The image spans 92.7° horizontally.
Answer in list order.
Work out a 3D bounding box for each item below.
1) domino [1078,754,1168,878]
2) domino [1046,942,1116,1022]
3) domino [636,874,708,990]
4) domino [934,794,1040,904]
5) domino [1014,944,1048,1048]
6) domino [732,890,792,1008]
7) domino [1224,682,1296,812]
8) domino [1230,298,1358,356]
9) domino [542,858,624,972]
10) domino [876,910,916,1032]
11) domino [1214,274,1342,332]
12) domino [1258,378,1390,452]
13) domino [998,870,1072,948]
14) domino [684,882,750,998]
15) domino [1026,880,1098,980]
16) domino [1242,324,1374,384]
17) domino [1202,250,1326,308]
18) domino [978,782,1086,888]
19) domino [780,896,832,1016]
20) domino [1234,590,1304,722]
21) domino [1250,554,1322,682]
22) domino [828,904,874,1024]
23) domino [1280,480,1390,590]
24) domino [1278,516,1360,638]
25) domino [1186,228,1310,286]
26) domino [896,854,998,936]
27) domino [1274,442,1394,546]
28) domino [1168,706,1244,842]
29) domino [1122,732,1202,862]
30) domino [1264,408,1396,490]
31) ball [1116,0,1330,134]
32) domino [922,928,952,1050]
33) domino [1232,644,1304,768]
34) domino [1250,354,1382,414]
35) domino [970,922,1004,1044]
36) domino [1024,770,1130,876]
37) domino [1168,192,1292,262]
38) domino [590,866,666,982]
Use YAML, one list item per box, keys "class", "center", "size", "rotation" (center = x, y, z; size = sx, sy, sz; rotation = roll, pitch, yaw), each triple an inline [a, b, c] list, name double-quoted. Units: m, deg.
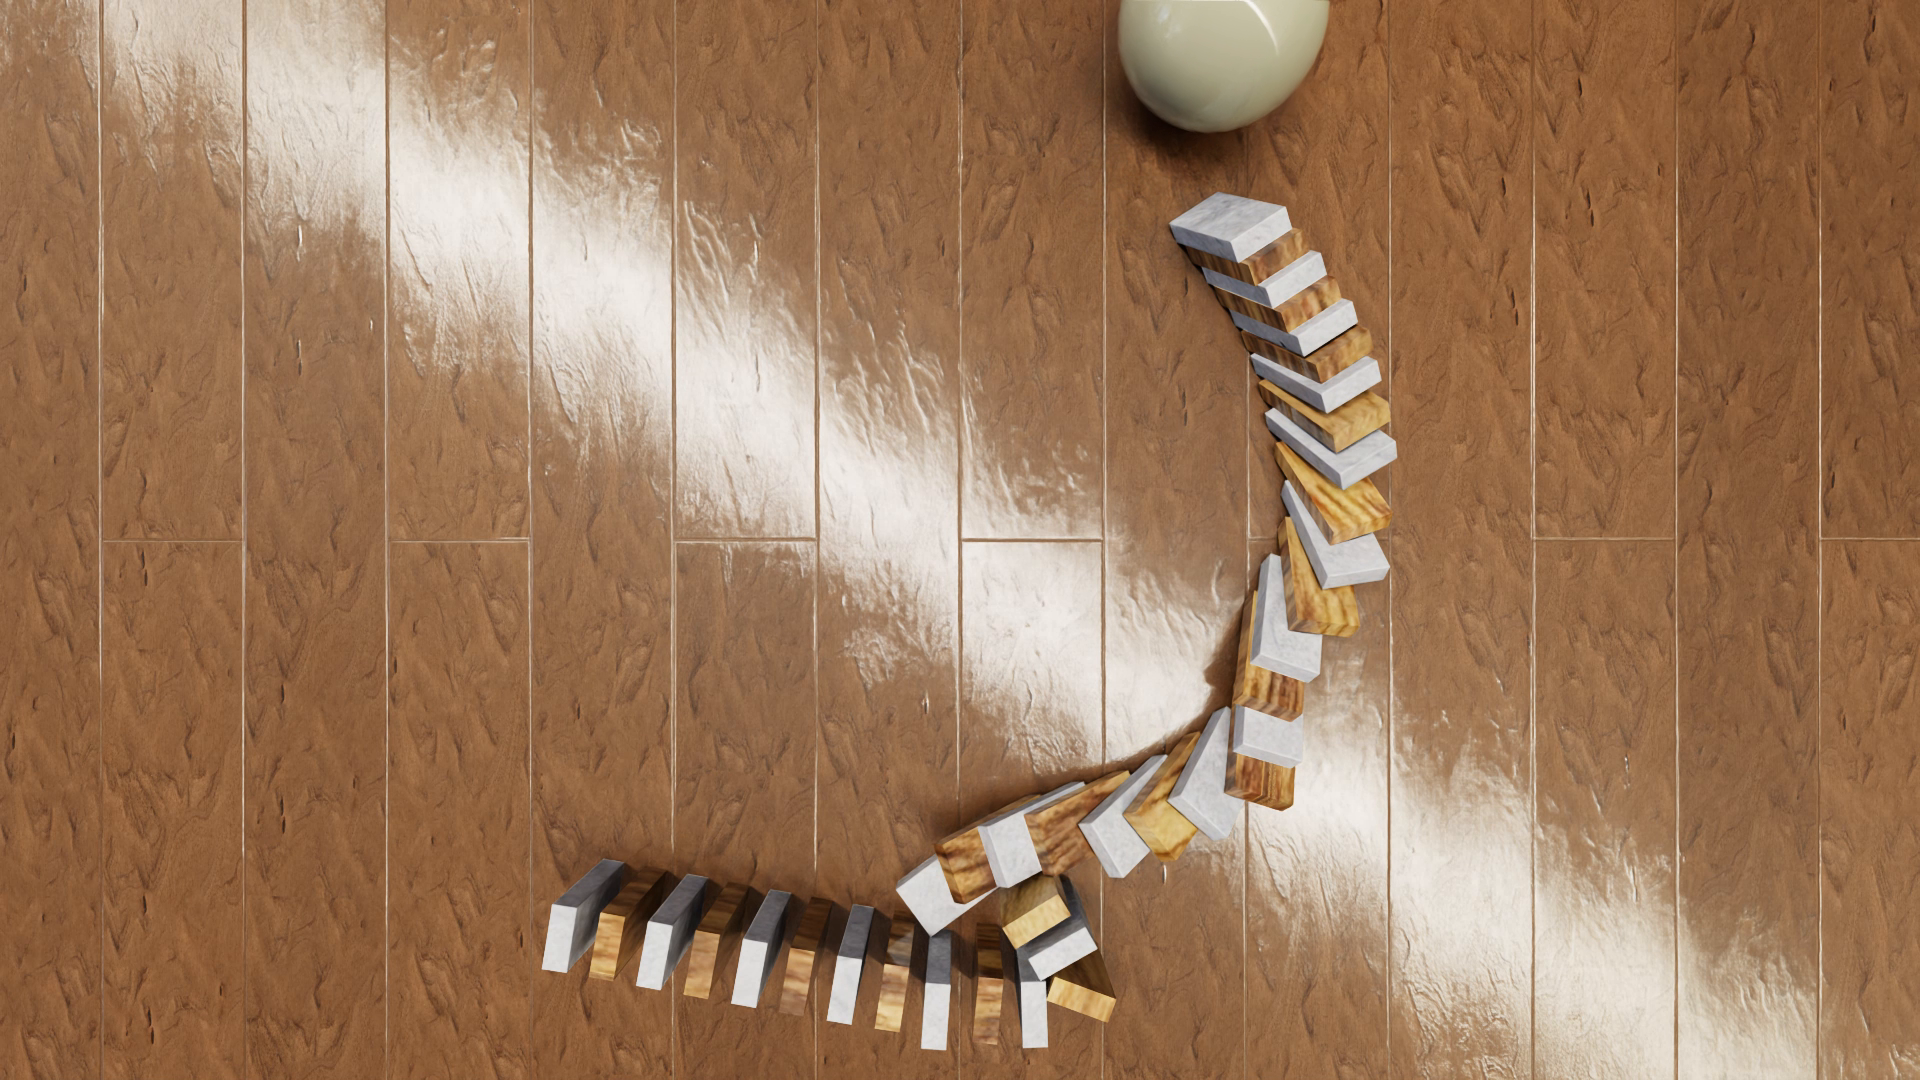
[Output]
- class: "domino"
  center: [0.074, 0.114, 0.382]
  size: [0.050, 0.009, 0.025]
  rotation: [-31, 90, -33]
- class: "domino"
  center: [0.046, 0.176, 0.375]
  size: [0.025, 0.050, 0.009]
  rotation: [20, 90, 0]
- class: "domino"
  center: [-0.117, 0.159, 0.375]
  size: [0.010, 0.050, 0.025]
  rotation: [11, 90, 0]
- class: "domino"
  center: [0.016, 0.128, 0.382]
  size: [0.050, 0.010, 0.025]
  rotation: [-18, 84, -30]
- class: "domino"
  center: [0.028, 0.181, 0.375]
  size: [0.009, 0.050, 0.025]
  rotation: [-2, 90, 0]
- class: "domino"
  center: [-0.080, 0.166, 0.375]
  size: [0.010, 0.050, 0.025]
  rotation: [10, 90, 0]
- class: "domino"
  center: [0.126, 0.084, 0.382]
  size: [0.025, 0.010, 0.050]
  rotation: [18, 57, -2]
- class: "domino"
  center: [0.136, -0.093, 0.376]
  size: [0.025, 0.050, 0.009]
  rotation: [-33, 122, 0]
- class: "domino"
  center: [-0.153, 0.152, 0.375]
  size: [0.009, 0.050, 0.025]
  rotation: [9, 90, 0]
- class: "domino"
  center: [-0.026, 0.175, 0.375]
  size: [0.009, 0.050, 0.025]
  rotation: [9, 90, 0]
- class: "domino"
  center: [0.129, -0.102, 0.376]
  size: [0.025, 0.050, 0.010]
  rotation: [-33, 122, 0]
- class: "domino"
  center: [0.149, -0.057, 0.378]
  size: [0.025, 0.050, 0.010]
  rotation: [-31, 129, 0]
- class: "domino"
  center: [0.029, 0.146, 0.375]
  size: [0.025, 0.050, 0.009]
  rotation: [-31, 90, 0]
- class: "domino"
  center: [-0.099, 0.162, 0.375]
  size: [0.010, 0.050, 0.025]
  rotation: [11, 90, 0]
- class: "domino"
  center: [0.039, 0.158, 0.375]
  size: [0.025, 0.050, 0.009]
  rotation: [-30, 90, 0]
- class: "domino"
  center: [0.141, -0.082, 0.376]
  size: [0.025, 0.050, 0.010]
  rotation: [-33, 123, -1]
- class: "domino"
  center: [0.123, -0.111, 0.376]
  size: [0.025, 0.050, 0.010]
  rotation: [-33, 122, 0]
- class: "domino"
  center: [0.034, 0.122, 0.382]
  size: [0.050, 0.010, 0.025]
  rotation: [-16, 83, -30]
- class: "domino"
  center: [-0.062, 0.169, 0.375]
  size: [0.010, 0.050, 0.025]
  rotation: [10, 90, 0]
- class: "domino"
  center: [0.130, 0.048, 0.382]
  size: [0.025, 0.010, 0.050]
  rotation: [19, 57, 0]
- class: "domino"
  center: [0.137, 0.032, 0.382]
  size: [0.025, 0.009, 0.050]
  rotation: [19, 57, 0]
- class: "domino"
  center: [-0.044, 0.172, 0.375]
  size: [0.010, 0.050, 0.025]
  rotation: [10, 90, 0]
- class: "domino"
  center: [0.155, -0.005, 0.381]
  size: [0.025, 0.010, 0.050]
  rotation: [-9, 54, -1]
- class: "domino"
  center: [0.149, 0.015, 0.382]
  size: [0.025, 0.010, 0.050]
  rotation: [7, 56, 0]
- class: "domino"
  center: [0.117, -0.120, 0.376]
  size: [0.025, 0.050, 0.009]
  rotation: [-33, 122, 0]
- class: "domino"
  center: [0.000, 0.144, 0.395]
  size: [0.050, 0.010, 0.025]
  rotation: [-36, 90, 0]
- class: "domino"
  center: [0.154, -0.023, 0.382]
  size: [0.025, 0.010, 0.050]
  rotation: [-18, 54, 0]
- class: "domino"
  center: [0.108, 0.097, 0.381]
  size: [0.025, 0.009, 0.050]
  rotation: [42, 54, 0]
- class: "domino"
  center: [0.092, 0.106, 0.382]
  size: [0.050, 0.010, 0.025]
  rotation: [-39, 90, -34]
- class: "domino"
  center: [0.152, -0.043, 0.378]
  size: [0.025, 0.050, 0.009]
  rotation: [-31, 132, 0]
- class: "ball"
  center: [0.102, -0.204, 0.360]
  size: [0.080, 0.080, 0.080]
  rotation: [0, 90, 0]
- class: "domino"
  center: [-0.009, 0.182, 0.375]
  size: [0.010, 0.050, 0.025]
  rotation: [4, 90, 0]
- class: "domino"
  center: [0.129, 0.067, 0.382]
  size: [0.025, 0.010, 0.050]
  rotation: [17, 57, -2]
- class: "domino"
  center: [0.145, -0.071, 0.377]
  size: [0.025, 0.050, 0.010]
  rotation: [-31, 123, 0]
- class: "domino"
  center: [0.011, 0.180, 0.375]
  size: [0.009, 0.050, 0.025]
  rotation: [6, 90, 0]
- class: "domino"
  center: [0.053, 0.117, 0.382]
  size: [0.050, 0.010, 0.025]
  rotation: [-16, 83, -30]
- class: "domino"
  center: [0.110, -0.129, 0.376]
  size: [0.025, 0.050, 0.009]
  rotation: [-33, 122, 0]
- class: "domino"
  center: [-0.135, 0.155, 0.375]
  size: [0.009, 0.050, 0.025]
  rotation: [10, 90, 0]
